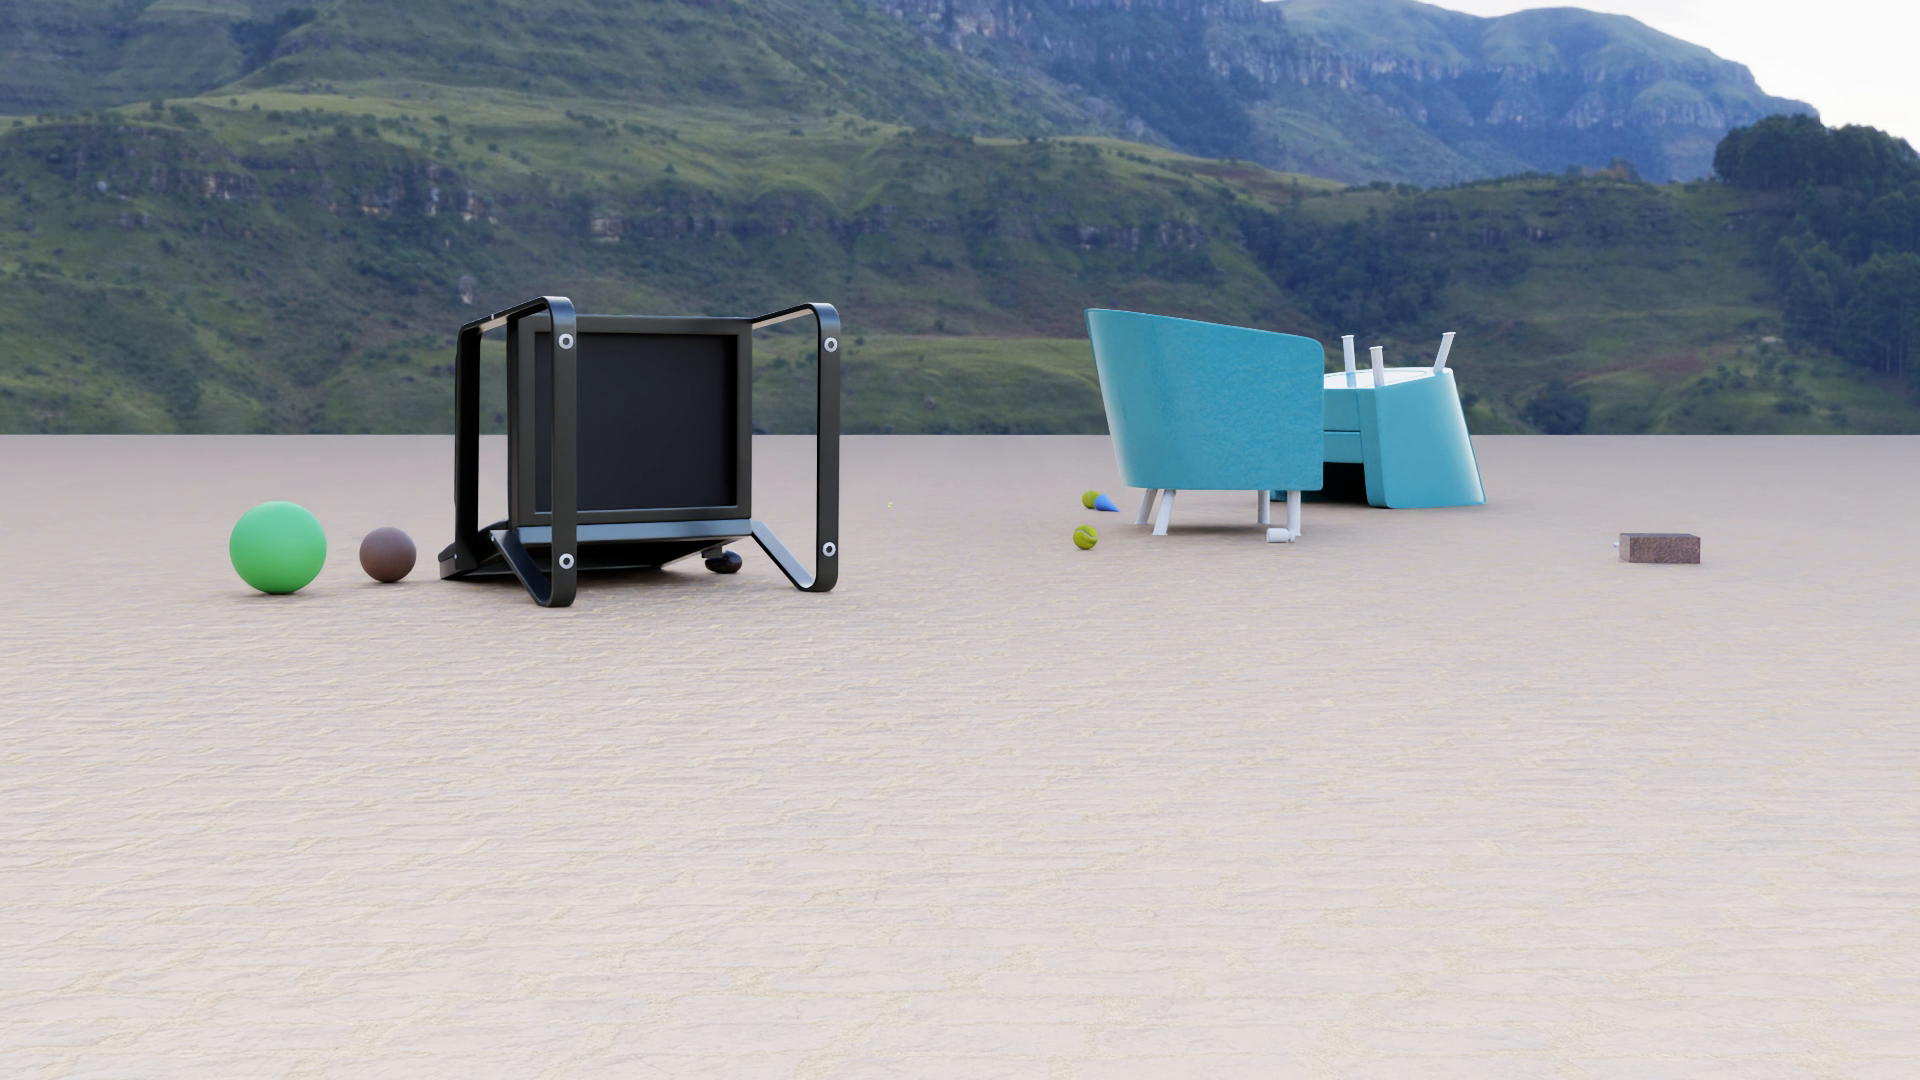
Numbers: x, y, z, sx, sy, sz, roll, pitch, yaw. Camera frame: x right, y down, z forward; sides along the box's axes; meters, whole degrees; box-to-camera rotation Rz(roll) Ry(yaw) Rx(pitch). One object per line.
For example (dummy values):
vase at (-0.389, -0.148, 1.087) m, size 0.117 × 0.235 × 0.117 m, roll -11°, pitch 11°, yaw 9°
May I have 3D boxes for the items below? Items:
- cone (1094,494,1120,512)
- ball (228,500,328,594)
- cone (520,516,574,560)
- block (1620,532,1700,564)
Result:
cone at (0.554, -0.120, 8.080) m, size 0.067 × 0.061 × 0.114 m, roll 19°, pitch 6°, yaw -40°
ball at (-1.491, 0.016, 4.811) m, size 0.205 × 0.205 × 0.205 m, roll 0°, pitch 4°, yaw 0°
cone at (-1.105, 0.021, 5.826) m, size 0.144 × 0.130 × 0.105 m, roll 29°, pitch 33°, yaw -16°
block at (1.828, 0.021, 5.750) m, size 0.176 × 0.067 × 0.168 m, roll 1°, pitch 4°, yaw 8°
